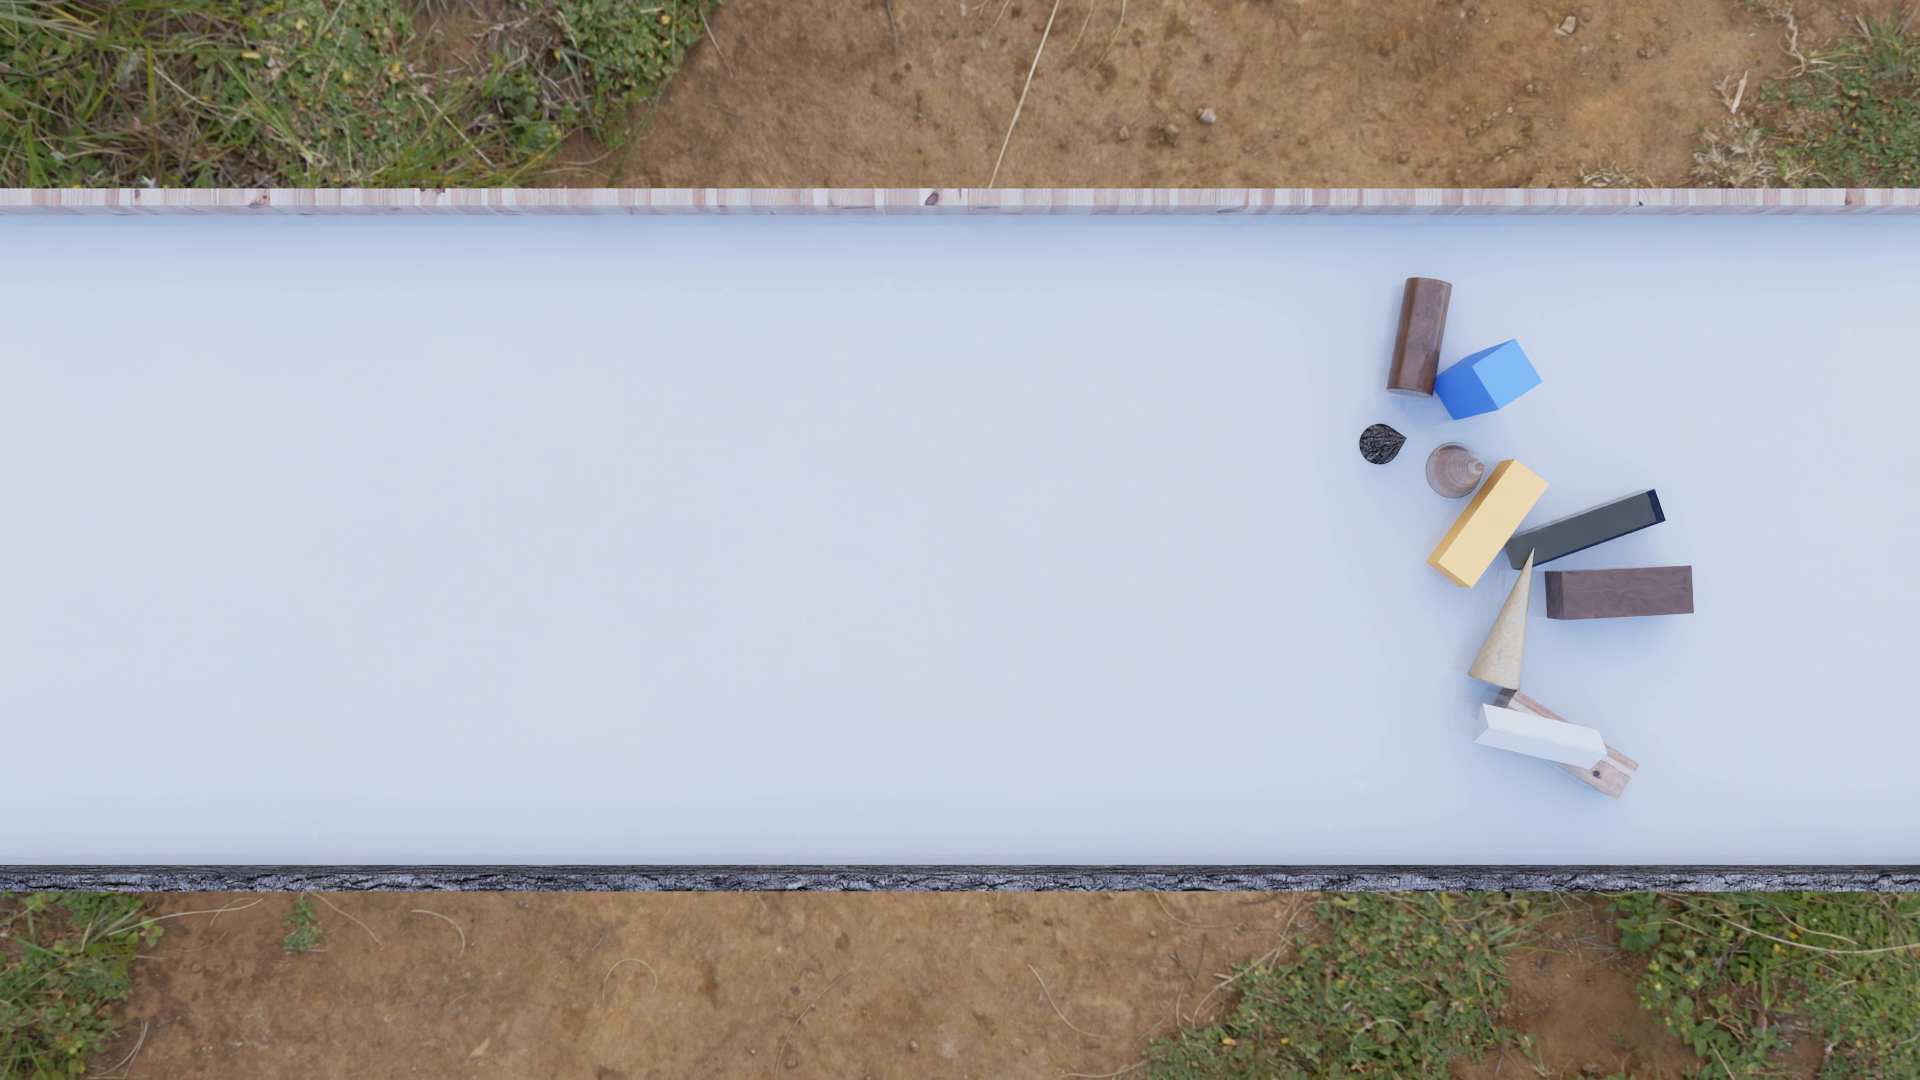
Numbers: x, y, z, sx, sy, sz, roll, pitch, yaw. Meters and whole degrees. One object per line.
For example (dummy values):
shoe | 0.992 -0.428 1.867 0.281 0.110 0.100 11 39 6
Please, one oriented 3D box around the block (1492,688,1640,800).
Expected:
block | 1.824 0.615 5.015 0.430 0.124 0.124 31 90 0

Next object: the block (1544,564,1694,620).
block | 1.997 0.158 5.004 0.389 0.145 0.145 -3 90 0

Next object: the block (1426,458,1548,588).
block | 1.601 -0.050 5.013 0.128 0.128 0.387 37 90 0

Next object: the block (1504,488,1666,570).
block | 1.899 -0.031 5.025 0.453 0.102 0.102 -19 90 0

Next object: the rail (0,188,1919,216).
rail | -2.247 -1.025 5.002 12.000 0.150 0.050 0 90 0

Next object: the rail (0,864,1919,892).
rail | -2.247 1.025 5.001 12.000 0.150 0.050 0 90 0

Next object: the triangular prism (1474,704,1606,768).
triangular prism | 1.728 0.589 4.899 0.357 0.102 0.118 13 90 0

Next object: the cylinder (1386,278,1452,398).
cylinder | 1.394 -0.613 5.007 0.139 0.139 0.341 10 90 0

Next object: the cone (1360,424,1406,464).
cone | 1.291 -0.295 4.921 0.126 0.312 0.126 0 90 0

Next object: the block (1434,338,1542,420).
block | 1.543 -0.468 4.863 0.145 0.427 0.145 -33 90 0

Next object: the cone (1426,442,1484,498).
cone | 1.520 -0.215 4.924 0.174 0.305 0.174 0 90 0

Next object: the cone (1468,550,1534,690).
cone | 1.670 0.226 4.975 0.159 0.159 0.424 15 96 0
